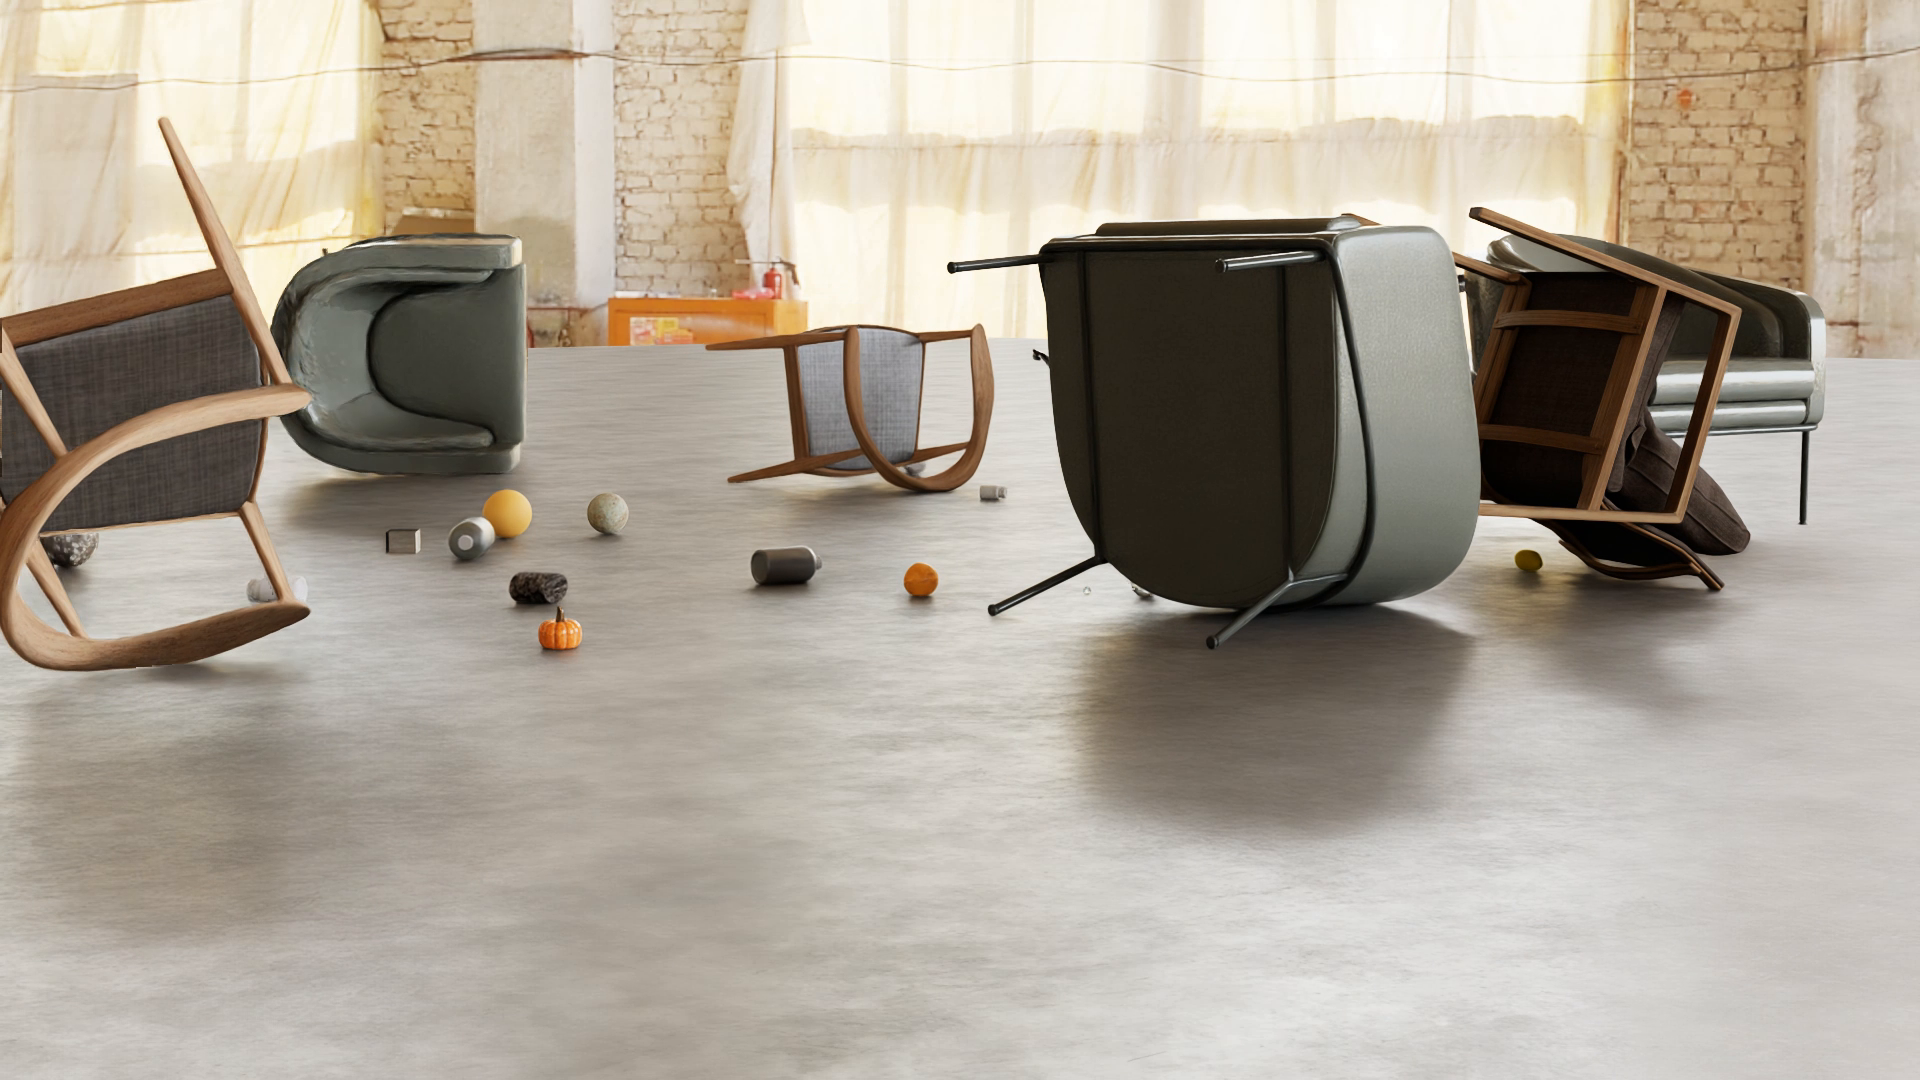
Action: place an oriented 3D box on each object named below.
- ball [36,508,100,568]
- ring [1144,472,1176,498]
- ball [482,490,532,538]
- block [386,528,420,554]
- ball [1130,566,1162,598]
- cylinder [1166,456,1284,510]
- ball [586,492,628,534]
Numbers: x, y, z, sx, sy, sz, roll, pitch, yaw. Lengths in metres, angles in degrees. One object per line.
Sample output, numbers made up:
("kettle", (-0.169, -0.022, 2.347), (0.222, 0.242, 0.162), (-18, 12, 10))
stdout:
("ball", (-2.019, -0.005, 5.808), (0.134, 0.134, 0.134), (0, 6, 0))
("ring", (0.692, -0.163, 7.670), (0.282, 0.068, 0.295), (-4, 6, -40))
("ball", (-1.139, -0.066, 6.457), (0.122, 0.122, 0.122), (0, 6, 0))
("block", (-1.331, 0.003, 6.131), (0.070, 0.052, 0.081), (0, 6, -4))
("ball", (0.383, 0.086, 5.264), (0.065, 0.065, 0.065), (0, 6, 0))
("cylinder", (0.753, -0.163, 7.300), (0.217, 0.137, 0.272), (5, -1, 41))
("ball", (-0.901, -0.069, 6.561), (0.106, 0.106, 0.106), (0, 6, 0))
